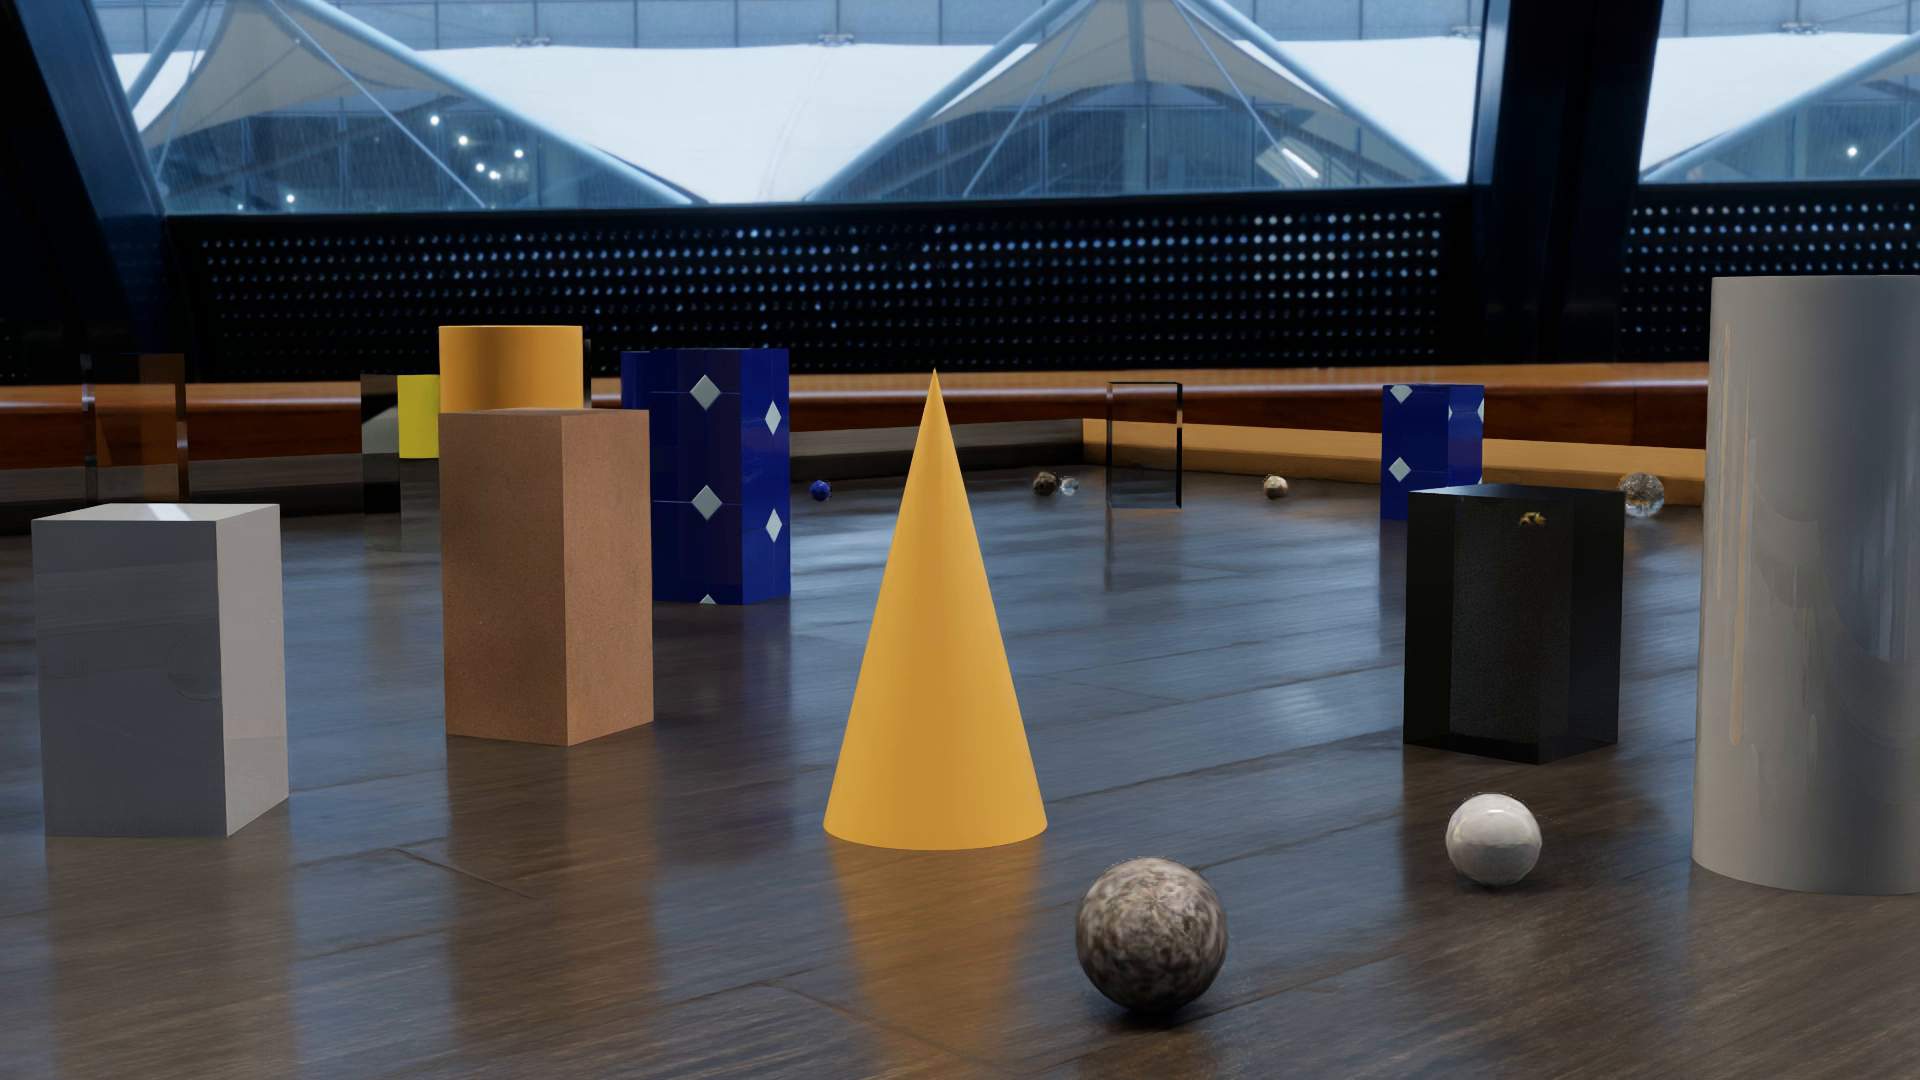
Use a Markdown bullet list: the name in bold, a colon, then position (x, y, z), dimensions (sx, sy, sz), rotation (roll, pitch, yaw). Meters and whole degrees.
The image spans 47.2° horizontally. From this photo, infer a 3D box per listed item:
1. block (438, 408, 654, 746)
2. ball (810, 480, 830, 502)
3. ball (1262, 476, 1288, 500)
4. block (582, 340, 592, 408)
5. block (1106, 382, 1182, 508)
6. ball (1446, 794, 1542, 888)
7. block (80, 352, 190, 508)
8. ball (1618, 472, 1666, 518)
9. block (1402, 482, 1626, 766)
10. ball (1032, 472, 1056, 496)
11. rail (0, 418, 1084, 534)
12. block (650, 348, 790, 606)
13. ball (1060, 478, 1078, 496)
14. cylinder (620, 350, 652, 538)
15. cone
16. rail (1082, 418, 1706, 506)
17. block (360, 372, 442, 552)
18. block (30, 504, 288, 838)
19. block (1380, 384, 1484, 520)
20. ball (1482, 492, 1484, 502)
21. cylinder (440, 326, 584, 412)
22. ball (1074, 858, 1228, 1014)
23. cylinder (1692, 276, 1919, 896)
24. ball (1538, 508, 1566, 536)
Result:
- **block**: position (-0.438, 0.032, 2.336), dimensions (0.156, 0.338, 0.156), rotation (3, 7, 26)
- **ball**: position (-0.326, -0.114, 5.122), dimensions (0.048, 0.048, 0.048), rotation (0, 6, 0)
- **ball**: position (0.740, -0.122, 5.161), dimensions (0.057, 0.057, 0.057), rotation (0, 6, 0)
- **block**: position (-0.839, -0.204, 4.360), dimensions (0.156, 0.386, 0.156), rotation (3, 6, 23)
- **block**: position (0.418, -0.218, 5.007), dimensions (0.156, 0.279, 0.156), rotation (0, 6, -1)
- **ball**: position (0.413, 0.232, 1.703), dimensions (0.072, 0.072, 0.072), rotation (0, 6, 0)
- **block**: position (-1.522, -0.162, 4.061), dimensions (0.156, 0.365, 0.156), rotation (-3, 7, -29)
- **ball**: position (1.461, -0.096, 4.718), dimensions (0.098, 0.098, 0.098), rotation (0, 6, 0)
- **block**: position (0.567, 0.080, 2.252), dimensions (0.156, 0.260, 0.156), rotation (6, 8, 45)
- **ball**: position (0.203, -0.135, 5.273), dimensions (0.059, 0.059, 0.059), rotation (0, 6, 0)
- **rail**: position (-1.371, -0.122, 4.810), dimensions (4.753, 0.127, 0.045), rotation (-5, 8, -42)
- **block**: position (-0.369, -0.103, 3.404), dimensions (0.156, 0.385, 0.156), rotation (3, 6, 23)
- **ball**: position (0.264, -0.129, 5.302), dimensions (0.042, 0.042, 0.042), rotation (0, 6, 0)
- **cylinder**: position (-0.573, -0.192, 4.367), dimensions (0.195, 0.362, 0.195), rotation (0, 6, 0)
- **cone**: position (-0.022, 0.049, 1.894), dimensions (0.195, 0.396, 0.195), rotation (0, 6, 0)
- **rail**: position (1.729, -0.133, 4.919), dimensions (0.045, 0.127, 4.092), rotation (-5, 8, -42)
- **block**: position (-1.016, -0.150, 4.134), dimensions (0.156, 0.325, 0.156), rotation (-5, 8, -40)
- **block**: position (-0.696, 0.109, 1.928), dimensions (0.156, 0.270, 0.156), rotation (0, 6, 2)
- **block**: position (1.010, -0.189, 4.704), dimensions (0.156, 0.285, 0.156), rotation (5, 8, 40)
- **ball**: position (1.103, -0.093, 4.785), dimensions (0.071, 0.071, 0.071), rotation (0, 6, 0)
- **cylinder**: position (-0.624, -0.087, 3.077), dimensions (0.195, 0.422, 0.195), rotation (0, 6, 0)
- **ball**: position (0.122, 0.251, 1.400), dimensions (0.097, 0.097, 0.097), rotation (0, 6, 0)
- **cylinder**: position (0.693, 0.027, 1.750), dimensions (0.195, 0.470, 0.195), rotation (0, 6, 0)
- **ball**: position (1.167, -0.035, 4.342), dimensions (0.053, 0.053, 0.053), rotation (0, 6, 0)
